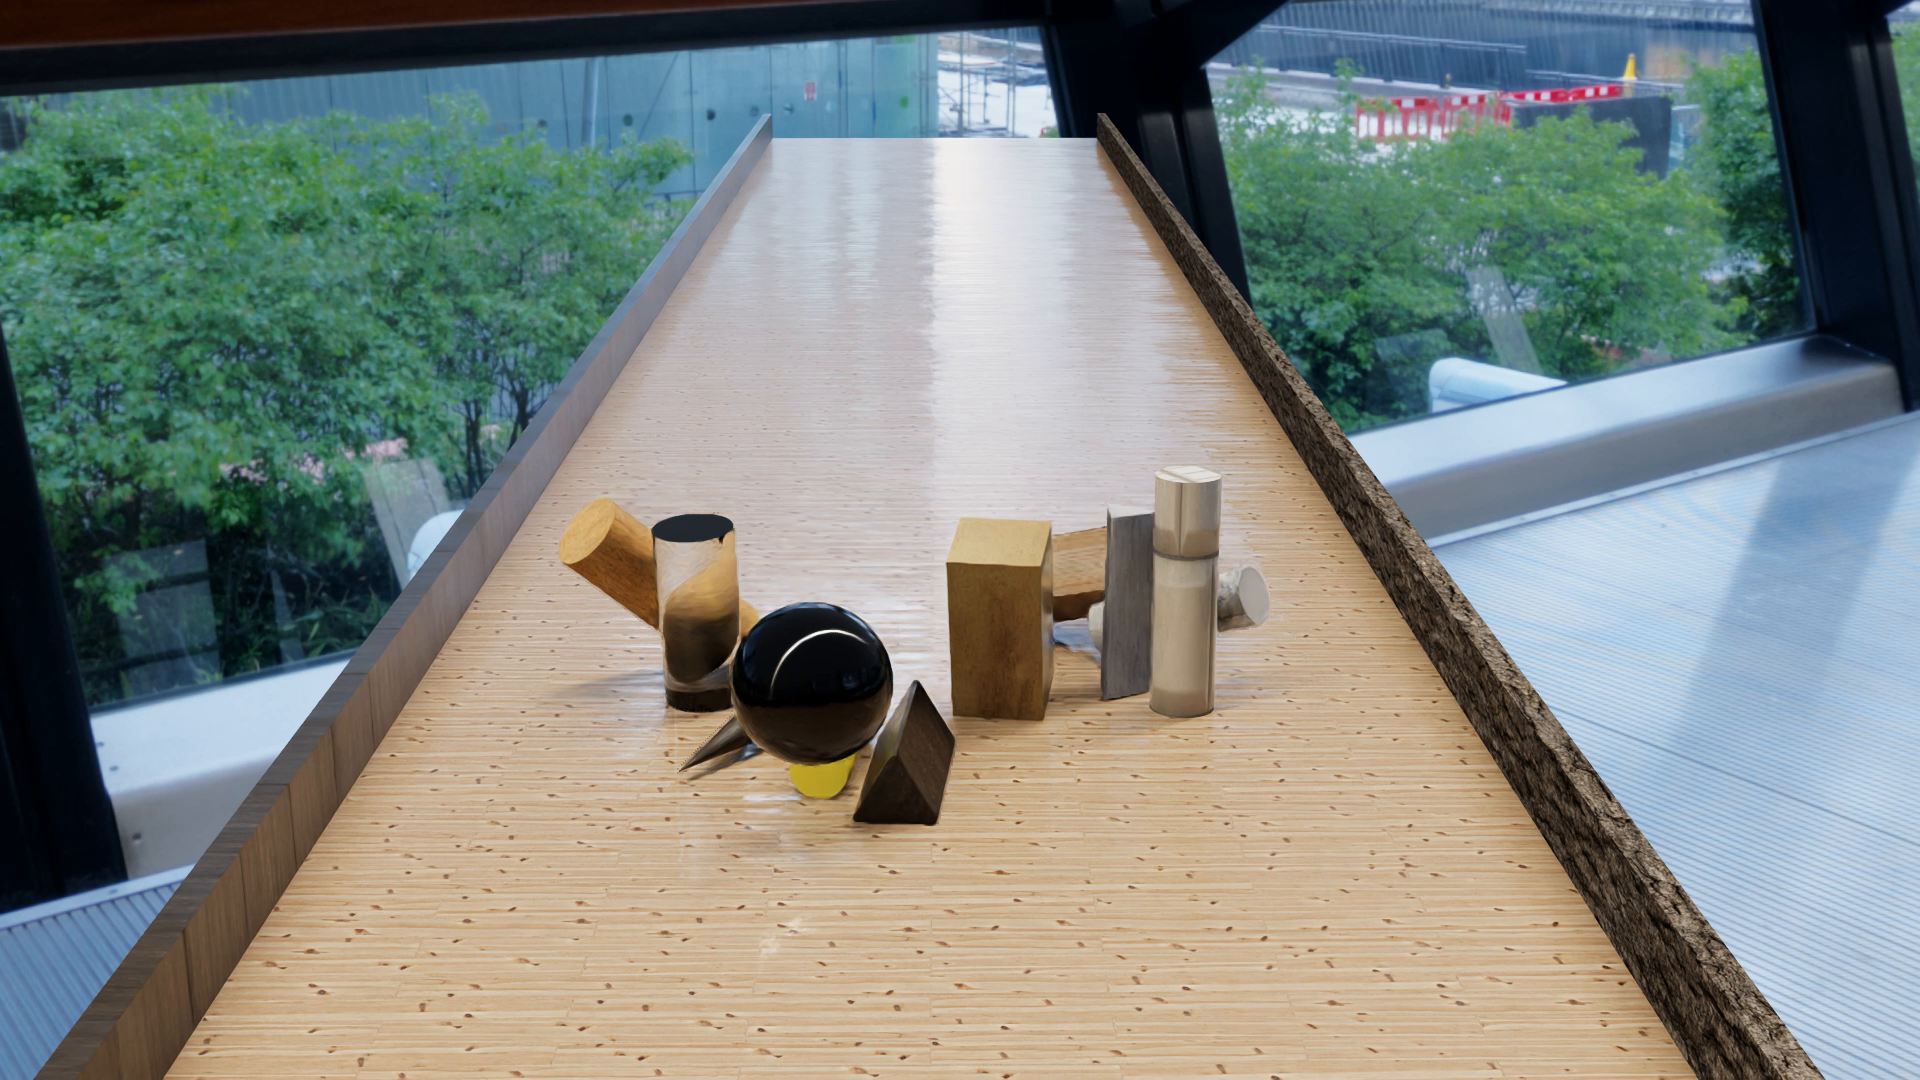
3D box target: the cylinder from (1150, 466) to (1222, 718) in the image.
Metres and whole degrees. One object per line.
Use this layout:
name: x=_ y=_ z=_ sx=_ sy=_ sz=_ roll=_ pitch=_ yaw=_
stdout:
cylinder: x=0.420 y=0.097 z=4.100 sx=0.122 sy=0.455 sz=0.122 roll=0 pitch=17 yaw=0

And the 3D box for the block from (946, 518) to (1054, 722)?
block: x=0.078 y=0.147 z=4.099 sx=0.171 sy=0.331 sz=0.171 roll=3 pitch=29 yaw=9

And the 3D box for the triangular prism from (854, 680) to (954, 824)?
triangular prism: x=-0.094 y=0.359 z=3.799 sx=0.138 sy=0.120 sz=0.362 roll=1 pitch=17 yaw=5

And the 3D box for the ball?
ball: x=-0.235 y=0.228 z=3.488 sx=0.260 sy=0.260 sz=0.260 roll=0 pitch=17 yaw=0

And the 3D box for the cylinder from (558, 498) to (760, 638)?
cylinder: x=-0.578 y=0.089 z=4.260 sx=0.402 sy=0.148 sz=0.148 roll=40 pitch=-9 yaw=-35

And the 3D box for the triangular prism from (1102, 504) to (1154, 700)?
triangular prism: x=0.304 y=0.115 z=4.208 sx=0.104 sy=0.358 sz=0.090 roll=-7 pitch=17 yaw=-28

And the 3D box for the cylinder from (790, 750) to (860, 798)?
cylinder: x=-0.221 y=0.349 z=3.879 sx=0.100 sy=0.100 sz=0.312 roll=2 pitch=17 yaw=7

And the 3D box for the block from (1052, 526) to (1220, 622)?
block: x=0.317 y=0.060 z=4.477 sx=0.398 sy=0.136 sz=0.136 roll=-10 pitch=-25 yaw=27

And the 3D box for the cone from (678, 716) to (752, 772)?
cone: x=-0.381 y=0.335 z=3.937 sx=0.122 sy=0.122 sz=0.387 roll=10 pitch=25 yaw=31

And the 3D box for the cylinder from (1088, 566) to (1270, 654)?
cylinder: x=0.429 y=0.143 z=4.340 sx=0.349 sy=0.114 sz=0.114 roll=-14 pitch=6 yaw=35

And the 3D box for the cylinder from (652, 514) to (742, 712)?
cylinder: x=-0.491 y=0.137 z=4.142 sx=0.152 sy=0.343 sz=0.152 roll=-2 pitch=21 yaw=1

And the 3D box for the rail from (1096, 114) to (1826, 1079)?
rail: x=0.932 y=-0.844 z=7.801 sx=0.050 sy=0.150 sz=12.000 roll=0 pitch=17 yaw=-1

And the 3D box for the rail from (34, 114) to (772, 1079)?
rail: x=-1.118 y=-0.838 z=7.780 sx=0.050 sy=0.150 sz=12.000 roll=0 pitch=17 yaw=-1
